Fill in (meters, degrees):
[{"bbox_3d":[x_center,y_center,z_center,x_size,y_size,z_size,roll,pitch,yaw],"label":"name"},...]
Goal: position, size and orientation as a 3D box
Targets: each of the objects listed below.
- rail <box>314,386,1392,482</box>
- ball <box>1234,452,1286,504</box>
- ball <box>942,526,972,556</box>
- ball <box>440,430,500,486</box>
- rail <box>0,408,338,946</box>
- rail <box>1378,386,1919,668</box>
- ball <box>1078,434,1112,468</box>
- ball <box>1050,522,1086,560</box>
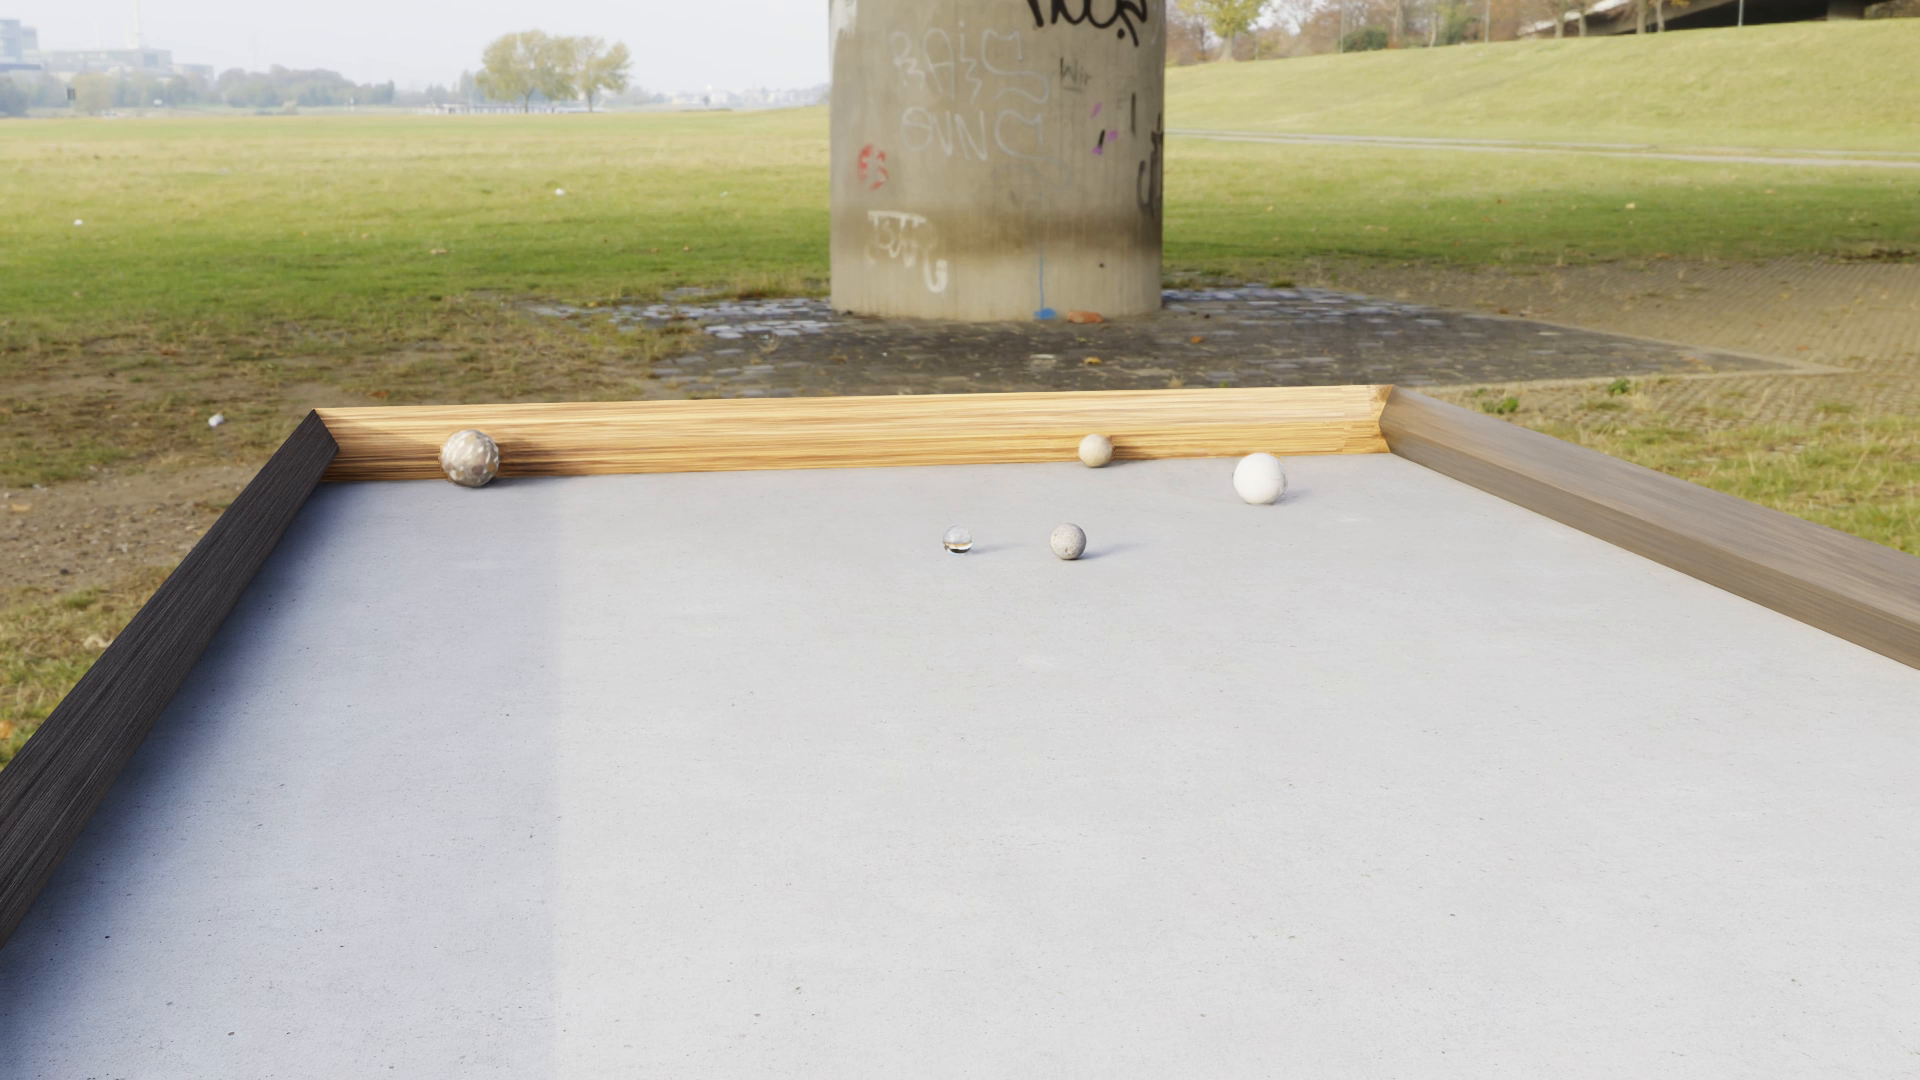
[{"bbox_3d":[-0.148,-0.193,3.966,1.970,0.128,0.045,-2,11,-10],"label":"rail"},{"bbox_3d":[0.492,-0.101,3.608,0.086,0.086,0.086,0,11,0],"label":"ball"},{"bbox_3d":[-0.004,0.001,3.195,0.044,0.044,0.044,0,11,0],"label":"ball"},{"bbox_3d":[-0.842,-0.140,3.780,0.098,0.098,0.098,0,11,0],"label":"ball"},{"bbox_3d":[-0.795,0.164,2.124,0.045,0.128,3.520,-2,11,-10],"label":"rail"},{"bbox_3d":[1.099,0.101,2.451,0.045,0.128,3.520,-2,11,-10],"label":"rail"},{"bbox_3d":[0.246,-0.162,3.988,0.062,0.062,0.062,0,11,0],"label":"ball"},{"bbox_3d":[0.155,0.002,3.164,0.053,0.053,0.053,0,11,0],"label":"ball"}]
